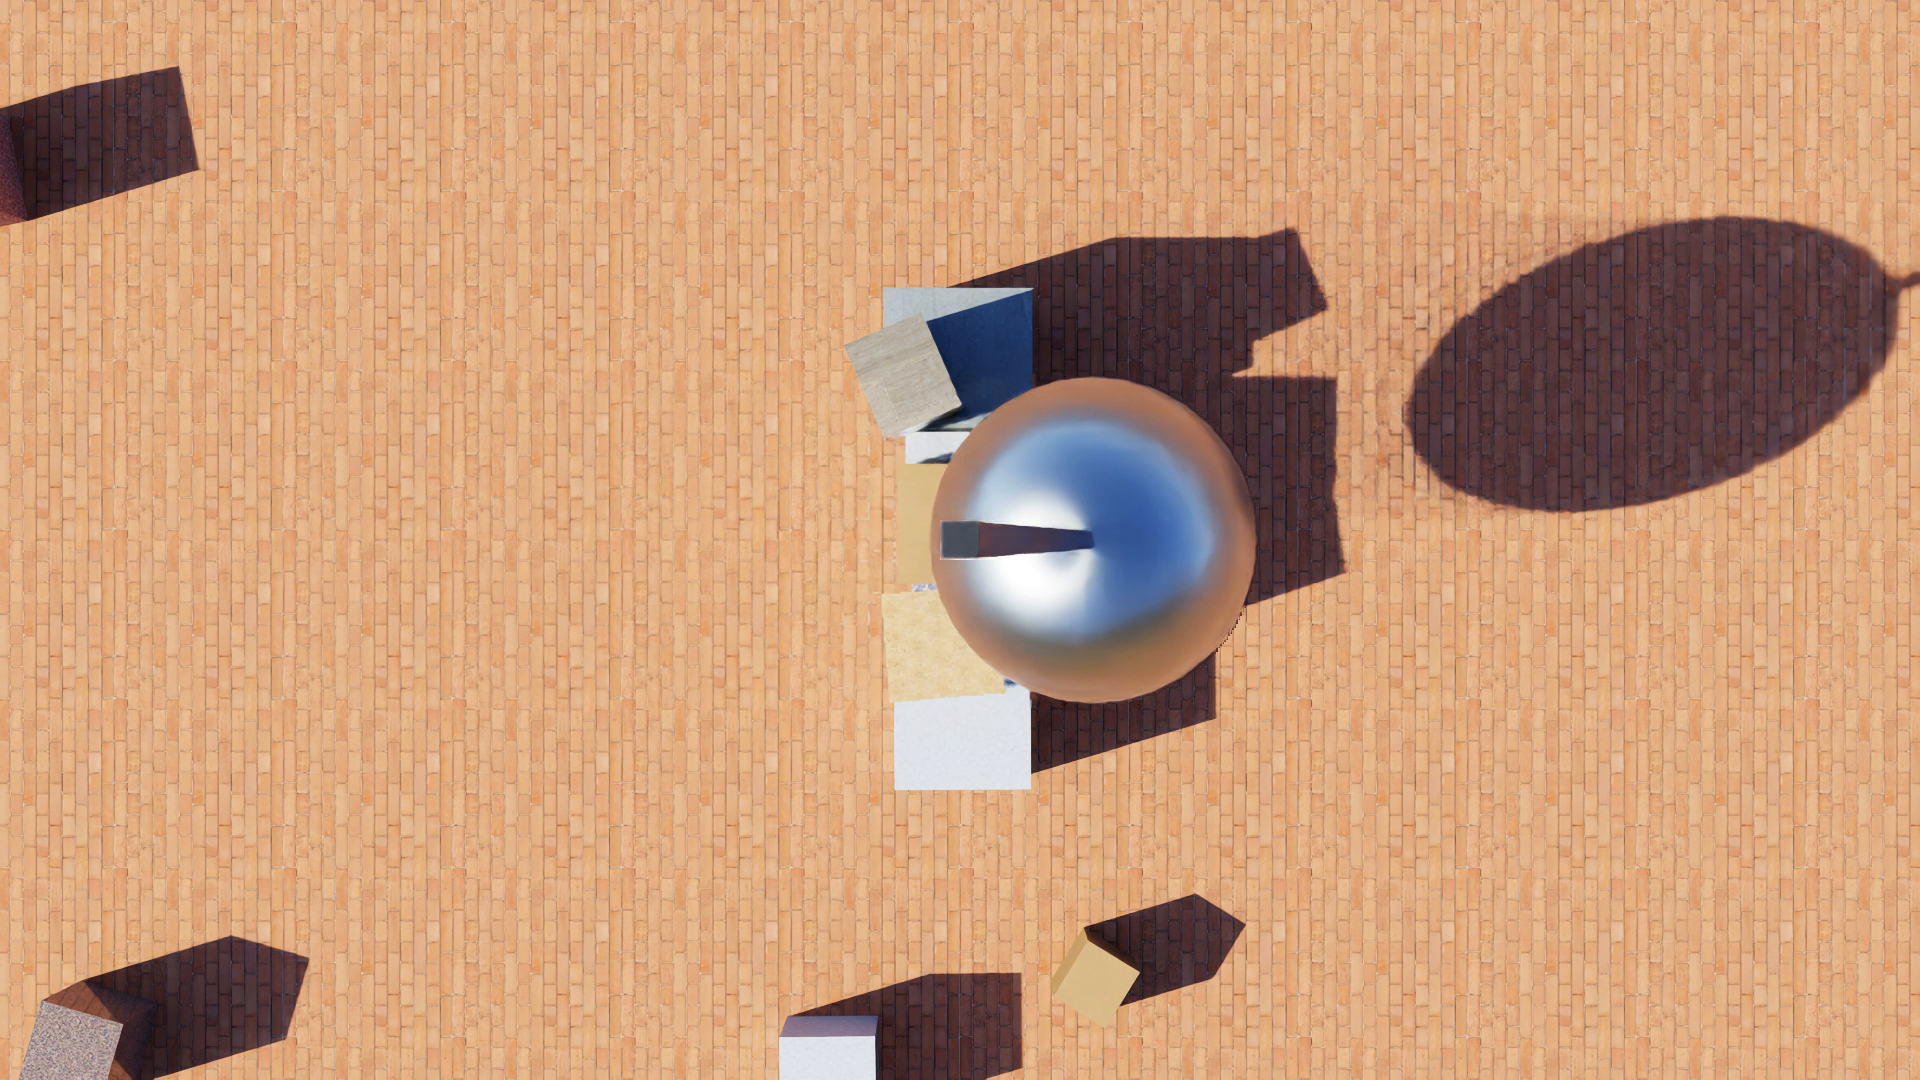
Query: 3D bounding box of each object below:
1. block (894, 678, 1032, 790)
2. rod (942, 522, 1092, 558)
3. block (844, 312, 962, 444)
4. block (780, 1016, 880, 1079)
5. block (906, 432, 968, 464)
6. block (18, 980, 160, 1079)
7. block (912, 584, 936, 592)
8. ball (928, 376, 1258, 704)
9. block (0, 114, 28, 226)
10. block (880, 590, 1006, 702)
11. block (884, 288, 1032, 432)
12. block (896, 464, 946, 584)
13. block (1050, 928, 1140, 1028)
[{"bbox_3d":[0.014,1.029,12.637,0.762,0.725,0.730,0,90,0],"label":"block"},{"bbox_3d":[0.280,0.000,7.380,0.080,5.200,0.080,0,90,6],"label":"rod"},{"bbox_3d":[-0.301,-0.867,11.861,0.447,0.547,0.538,-23,90,0],"label":"block"},{"bbox_3d":[-0.749,3.096,12.726,0.541,0.548,0.566,-1,90,0],"label":"block"},{"bbox_3d":[0.017,-0.262,12.696,0.654,0.609,0.689,0,90,0],"label":"block"},{"bbox_3d":[-5.030,2.910,12.713,0.482,0.574,0.502,16,90,0],"label":"block"},{"bbox_3d":[0.005,0.372,12.739,0.564,0.522,0.559,0,90,0],"label":"block"},{"bbox_3d":[0.647,0.000,10.760,1.600,1.600,1.600,0,90,0],"label":"ball"},{"bbox_3d":[-5.878,-2.132,12.671,0.632,0.658,0.627,-11,90,0],"label":"block"},{"bbox_3d":[-0.090,0.564,11.982,0.616,0.593,0.577,-5,87,0],"label":"block"},{"bbox_3d":[-0.010,-1.004,12.567,0.821,0.865,0.774,0,90,0],"label":"block"},{"bbox_3d":[0.007,-0.083,12.088,0.686,0.607,0.647,0,90,0],"label":"block"},{"bbox_3d":[0.781,2.540,12.784,0.349,0.431,0.377,32,90,0],"label":"block"}]
